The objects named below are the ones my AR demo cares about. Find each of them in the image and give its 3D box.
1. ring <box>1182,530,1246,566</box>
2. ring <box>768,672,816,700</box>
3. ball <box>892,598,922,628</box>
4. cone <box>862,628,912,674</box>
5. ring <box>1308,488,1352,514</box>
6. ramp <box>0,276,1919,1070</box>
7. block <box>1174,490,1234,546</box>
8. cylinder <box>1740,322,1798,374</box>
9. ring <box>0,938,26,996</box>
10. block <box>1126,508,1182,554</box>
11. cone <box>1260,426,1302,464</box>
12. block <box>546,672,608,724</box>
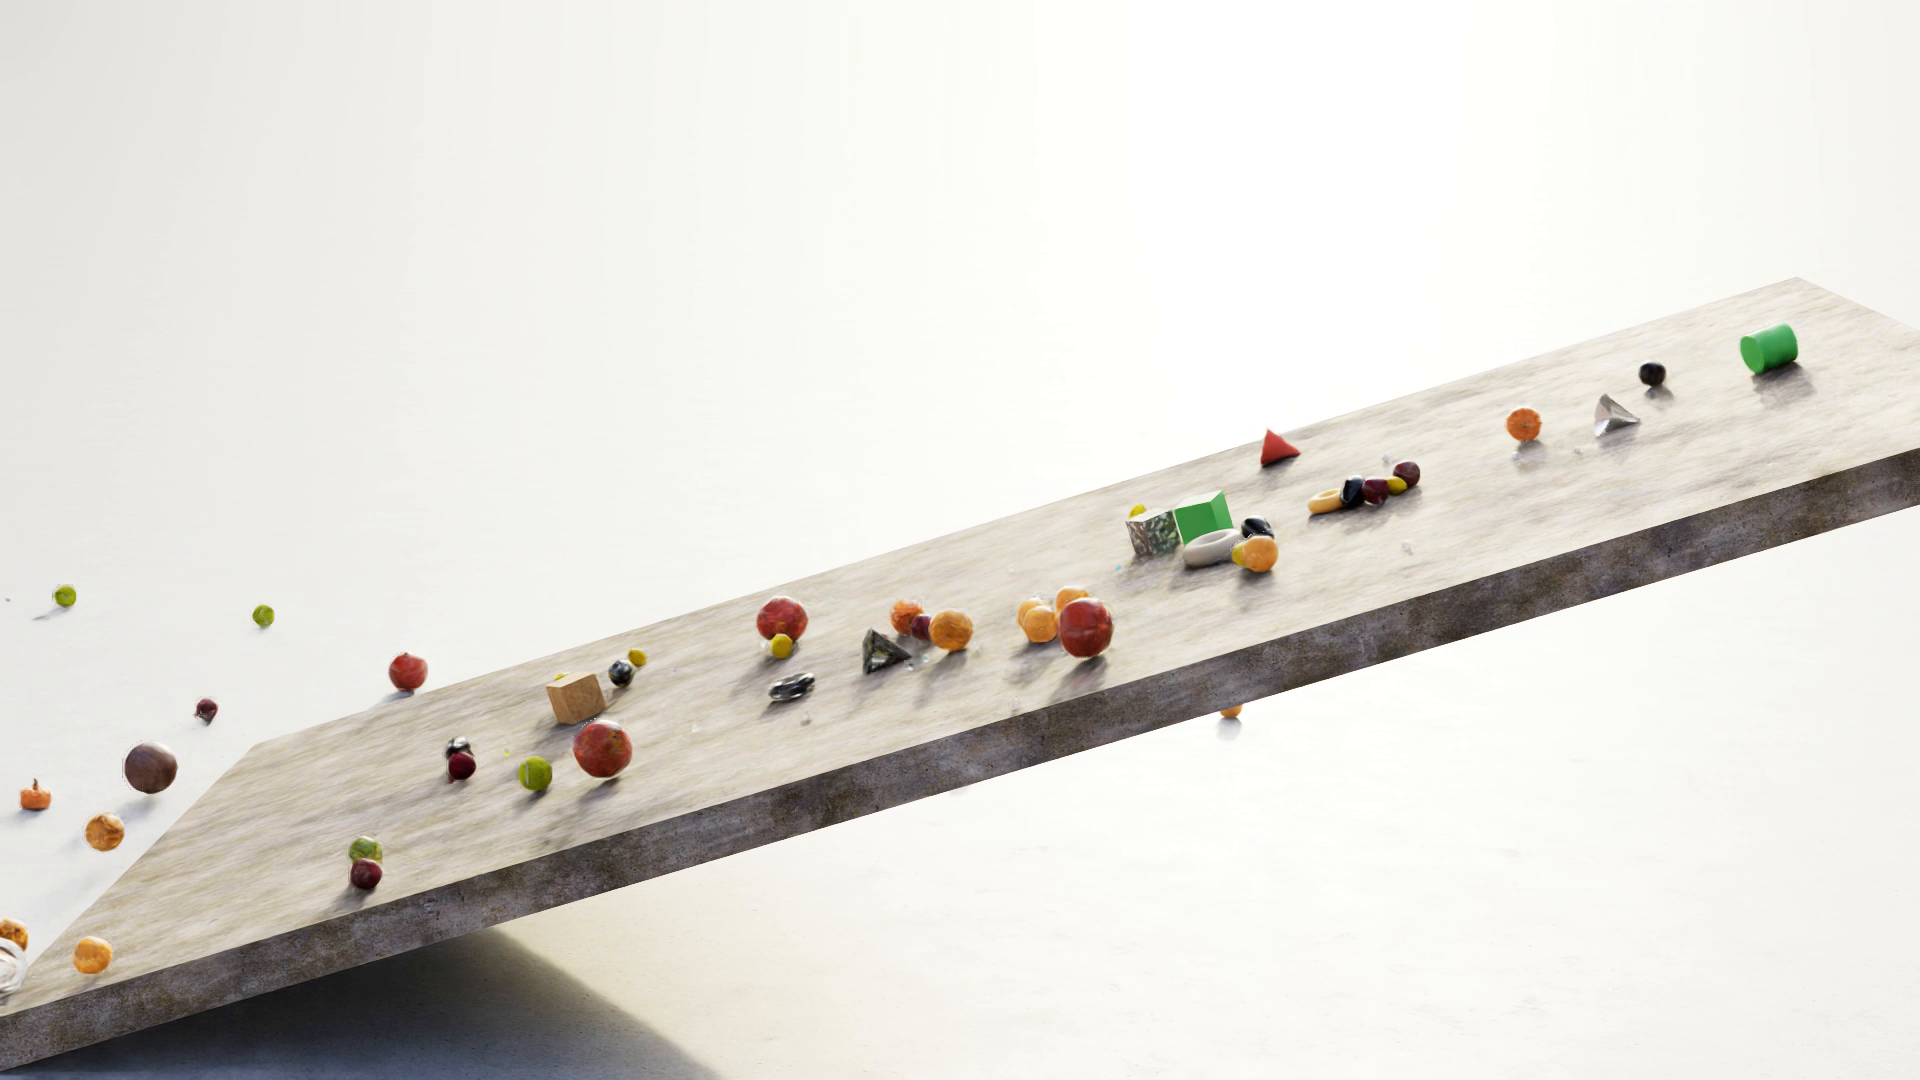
[{"bbox_3d":[0.524,0.017,6.066,0.136,0.045,0.136,-18,12,4],"label":"ring"},{"bbox_3d":[-0.346,0.303,6.061,0.102,0.034,0.102,-18,9,3],"label":"ring"},{"bbox_3d":[-0.115,0.159,6.343,0.064,0.064,0.064,0,11,0],"label":"ball"},{"bbox_3d":[-0.143,0.234,6.049,0.098,0.098,0.098,7,10,-13],"label":"cone"},{"bbox_3d":[0.778,-0.082,6.194,0.096,0.032,0.096,-17,10,3],"label":"ring"},{"bbox_3d":[0.098,0.184,6.313,4.000,0.100,2.000,-17,10,5],"label":"ramp"},{"bbox_3d":[0.521,-0.046,6.284,0.087,0.087,0.087,-13,11,27],"label":"block"},{"bbox_3d":[1.699,-0.403,6.175,0.086,0.086,0.086,-20,16,-12],"label":"cylinder"},{"bbox_3d":[-1.845,0.818,5.645,0.112,0.112,0.037,2,1,9],"label":"ring"},{"bbox_3d":[0.417,-0.018,6.344,0.076,0.076,0.076,-23,11,-25],"label":"block"},{"bbox_3d":[0.756,-0.212,6.890,0.091,0.091,0.091,11,13,6],"label":"cone"},{"bbox_3d":[-0.851,0.349,6.521,0.087,0.087,0.087,-24,12,-29],"label":"block"}]
